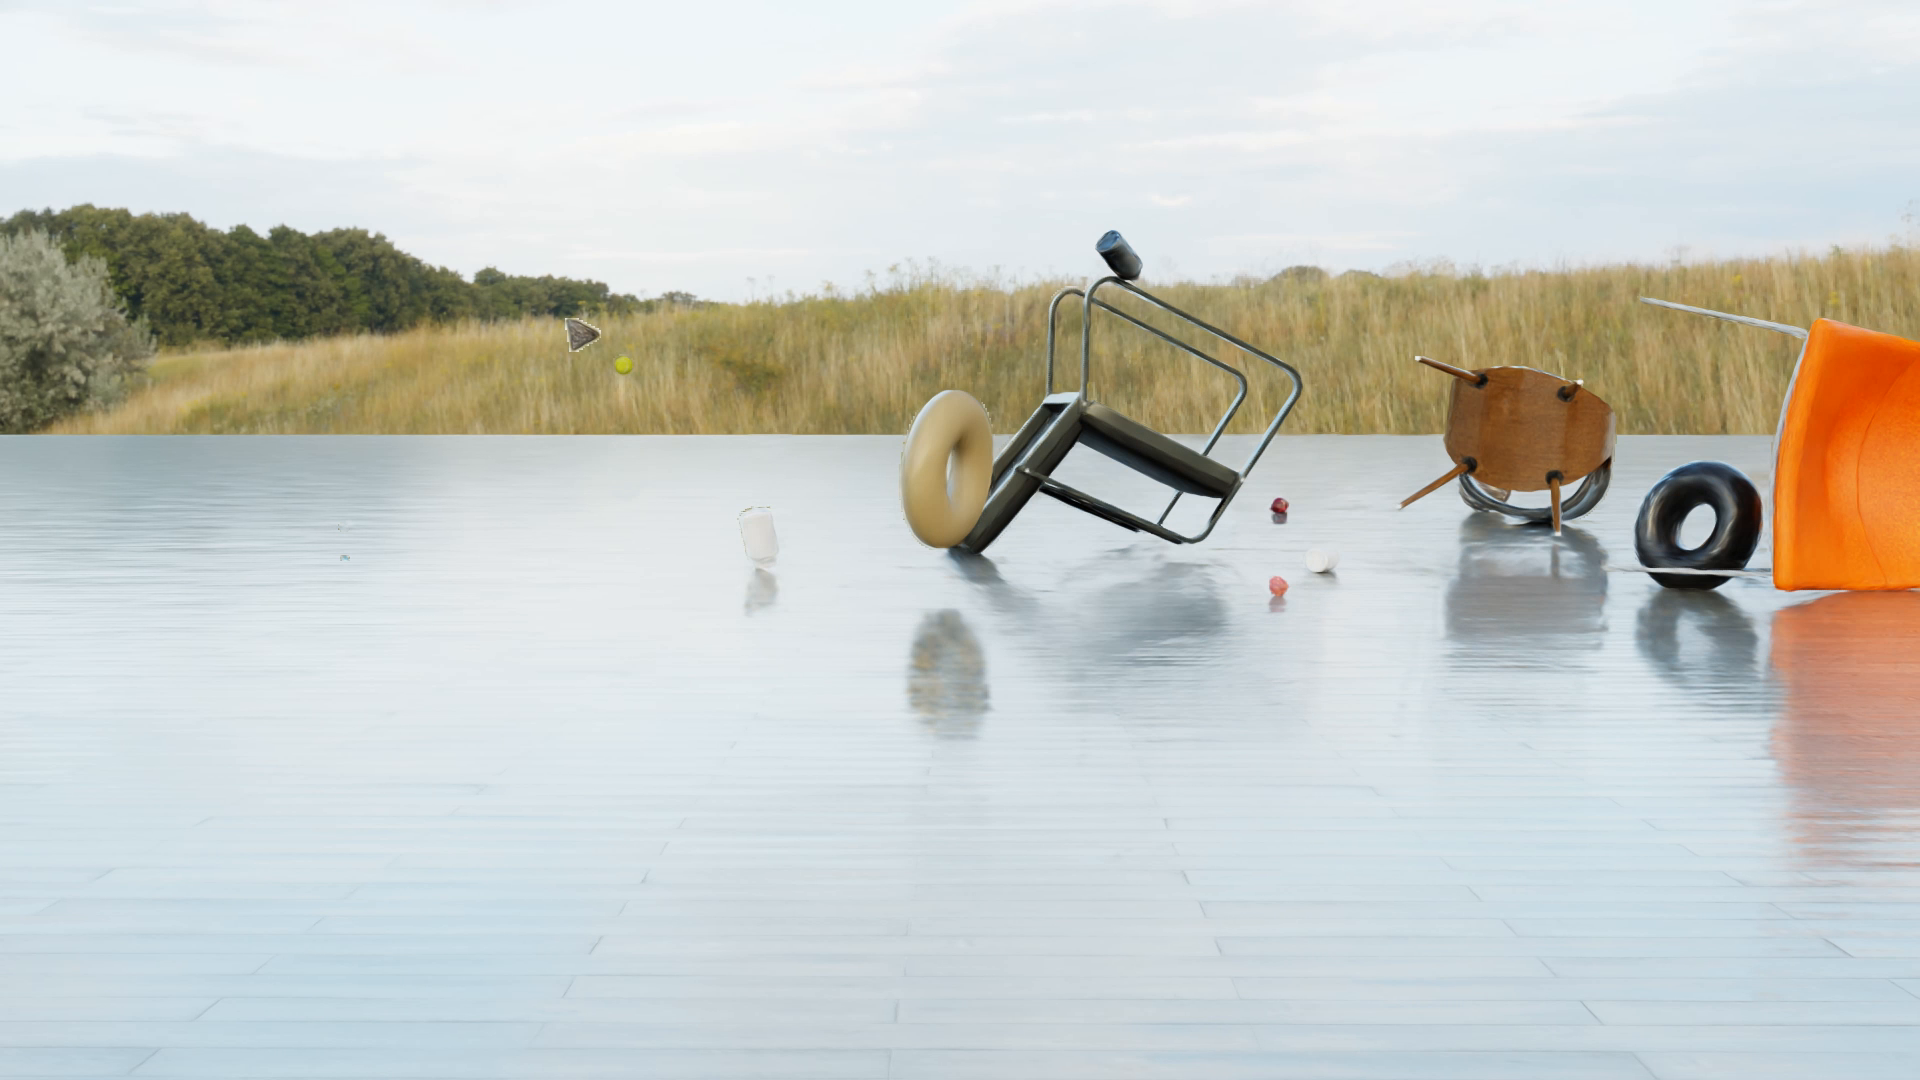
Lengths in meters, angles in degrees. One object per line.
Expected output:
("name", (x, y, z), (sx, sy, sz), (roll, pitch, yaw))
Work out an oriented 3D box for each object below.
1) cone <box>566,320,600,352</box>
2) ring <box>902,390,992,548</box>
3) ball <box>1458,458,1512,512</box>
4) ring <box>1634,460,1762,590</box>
("cone", (-1.241, -0.650, 7.141), (0.112, 0.087, 0.121), (14, -14, 41))
("ring", (-0.027, -0.164, 5.115), (0.092, 0.374, 0.429), (8, 4, 22))
("ball", (1.925, -0.202, 8.060), (0.196, 0.196, 0.196), (0, 4, 0))
("ring", (1.659, -0.031, 4.942), (0.265, 0.311, 0.169), (36, 15, 35))
